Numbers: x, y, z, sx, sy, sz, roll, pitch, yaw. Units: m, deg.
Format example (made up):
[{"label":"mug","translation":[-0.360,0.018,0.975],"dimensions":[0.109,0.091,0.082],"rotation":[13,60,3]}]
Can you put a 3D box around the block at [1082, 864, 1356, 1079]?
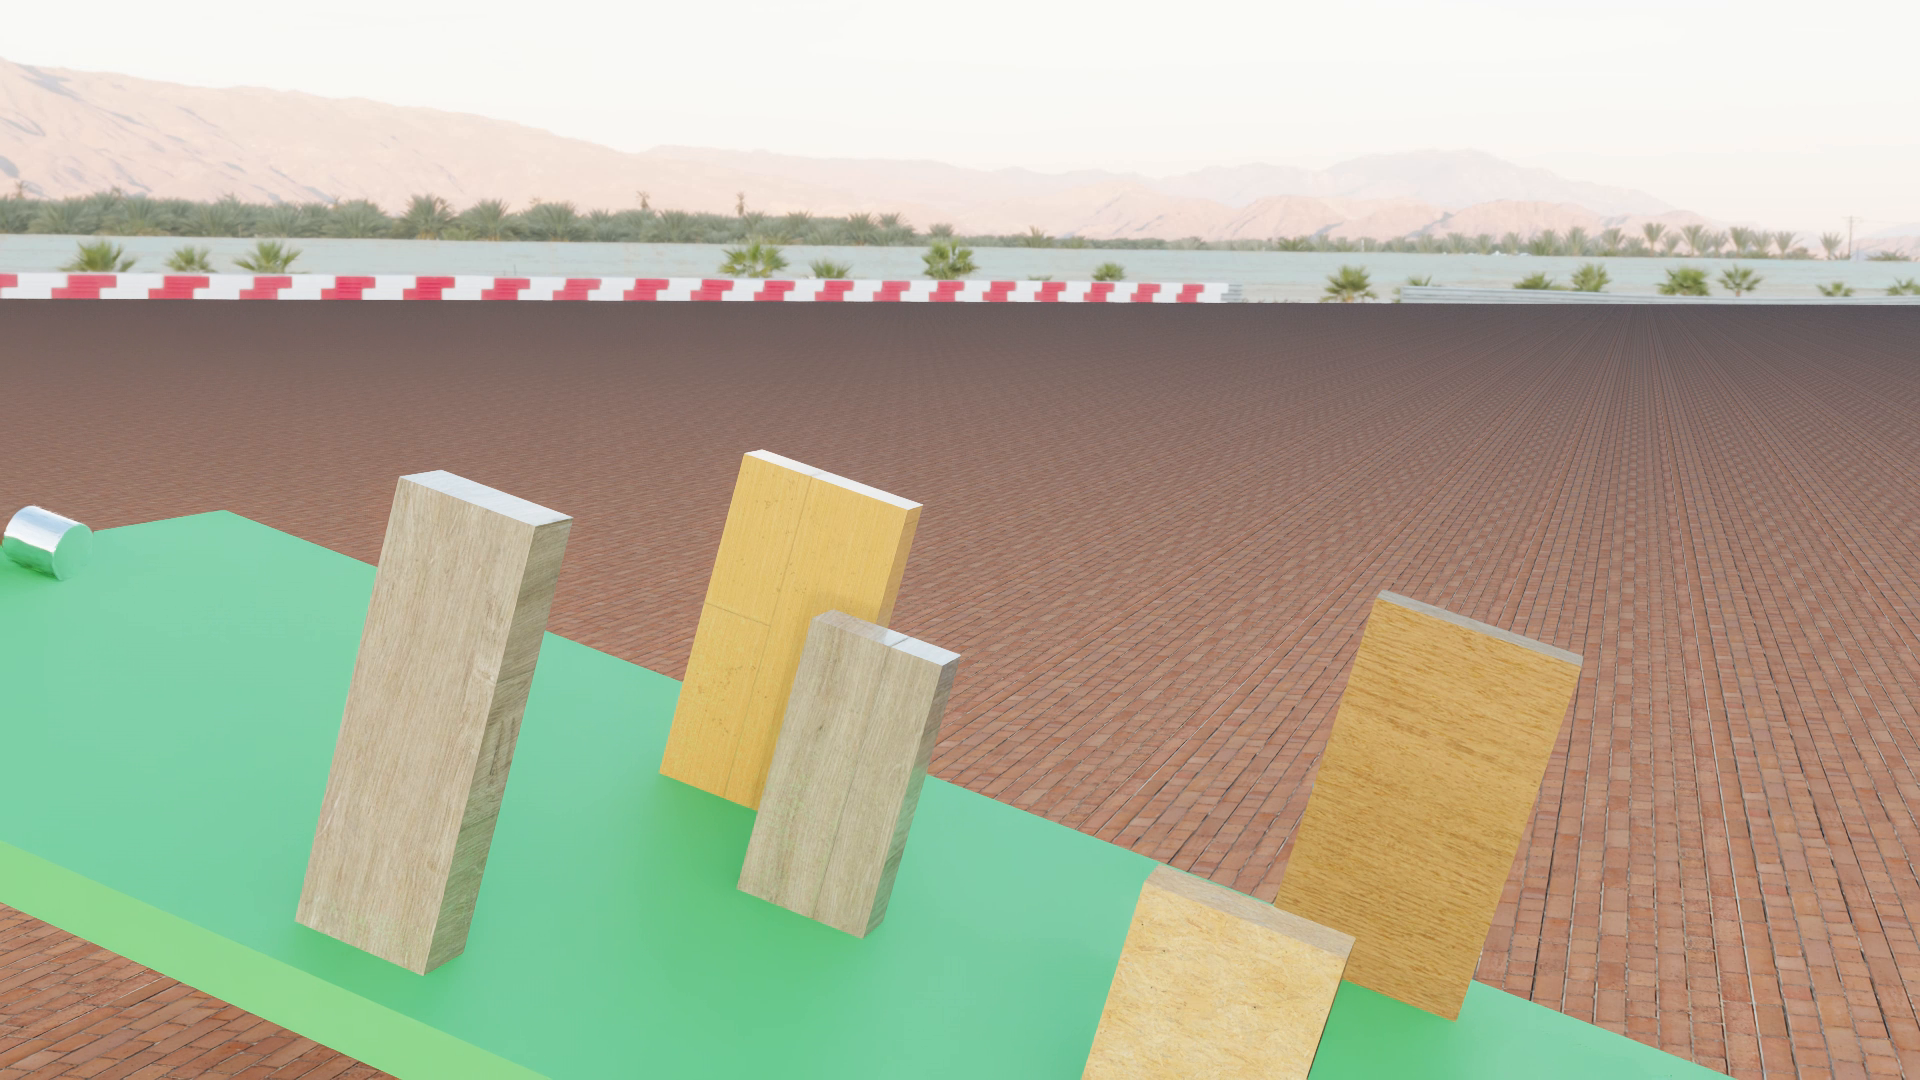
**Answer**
[{"label":"block","translation":[0.410,0.799,3.589],"dimensions":[0.340,0.429,0.117],"rotation":[19,12,14]}]

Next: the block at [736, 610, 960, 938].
[{"label":"block","translation":[-0.211,0.439,4.142],"dimensions":[0.265,0.550,0.116],"rotation":[19,12,14]}]

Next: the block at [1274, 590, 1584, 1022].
[{"label":"block","translation":[0.961,0.553,4.601],"dimensions":[0.429,0.794,0.130],"rotation":[19,12,14]}]

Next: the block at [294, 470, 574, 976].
[{"label":"block","translation":[-0.836,0.288,3.482],"dimensions":[0.241,0.752,0.125],"rotation":[19,12,14]}]

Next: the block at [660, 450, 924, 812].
[{"label":"block","translation":[-0.358,0.211,4.603],"dimensions":[0.371,0.715,0.098],"rotation":[19,12,14]}]

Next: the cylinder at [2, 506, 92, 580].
[{"label":"cylinder","translation":[-1.992,0.007,4.804],"dimensions":[0.129,0.129,0.129],"rotation":[19,11,13]}]

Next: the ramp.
[{"label":"ramp","translation":[-0.371,0.718,4.235],"dimensions":[4.000,0.100,2.000],"rotation":[19,12,14]}]
